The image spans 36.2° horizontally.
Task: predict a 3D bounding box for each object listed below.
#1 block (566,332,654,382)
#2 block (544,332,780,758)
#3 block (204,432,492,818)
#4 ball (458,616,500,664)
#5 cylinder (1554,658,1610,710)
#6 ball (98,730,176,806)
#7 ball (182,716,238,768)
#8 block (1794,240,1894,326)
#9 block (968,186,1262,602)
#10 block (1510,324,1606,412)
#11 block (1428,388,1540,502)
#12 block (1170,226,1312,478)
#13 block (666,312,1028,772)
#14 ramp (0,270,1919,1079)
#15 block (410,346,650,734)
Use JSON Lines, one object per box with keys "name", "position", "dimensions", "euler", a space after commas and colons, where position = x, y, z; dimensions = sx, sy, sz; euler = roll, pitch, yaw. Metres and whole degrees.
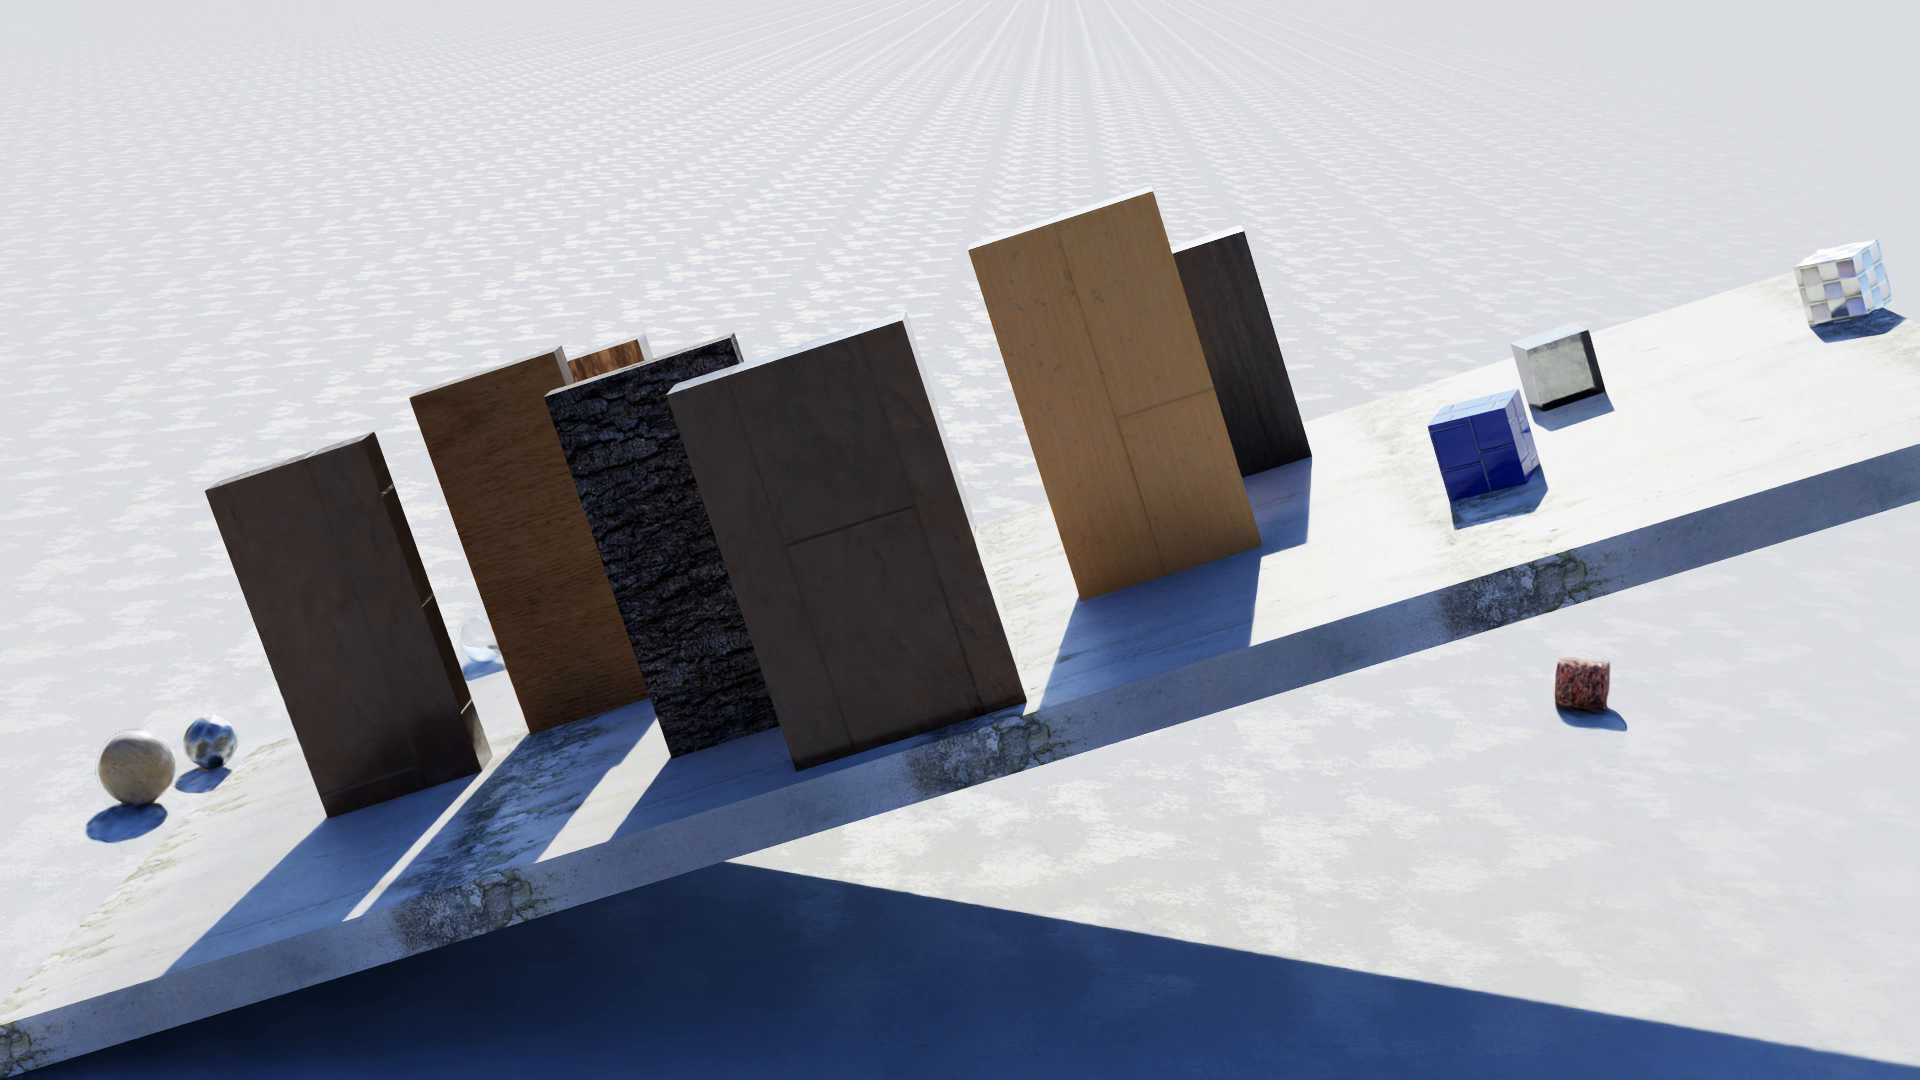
{"name": "block", "position": [-0.810, -0.103, 7.083], "dimensions": [0.337, 0.715, 0.126], "euler": [-17, 10, 5]}
{"name": "block", "position": [-0.509, 0.014, 5.819], "dimensions": [0.384, 0.766, 0.080], "euler": [-17, 10, 5]}
{"name": "block", "position": [-1.310, 0.185, 6.328], "dimensions": [0.357, 0.756, 0.120], "euler": [-17, 10, 5]}
{"name": "ball", "position": [-1.415, 0.295, 8.719], "dimensions": [0.142, 0.142, 0.142], "euler": [0, 12, 0]}
{"name": "cylinder", "position": [1.735, 0.404, 8.205], "dimensions": [0.134, 0.134, 0.134], "euler": [4, 12, 19]}
{"name": "ball", "position": [-2.040, 0.564, 7.288], "dimensions": [0.185, 0.185, 0.185], "euler": [0, 12, 0]}
{"name": "ball", "position": [-1.940, 0.523, 7.610], "dimensions": [0.137, 0.137, 0.137], "euler": [0, 12, 0]}
{"name": "block", "position": [1.920, -0.558, 6.393], "dimensions": [0.138, 0.138, 0.138], "euler": [-8, 14, 43]}
{"name": "block", "position": [0.320, -0.299, 6.041], "dimensions": [0.391, 0.762, 0.120], "euler": [-17, 10, 5]}
{"name": "block", "position": [1.318, -0.381, 6.486], "dimensions": [0.143, 0.143, 0.143], "euler": [-18, 10, 0]}
{"name": "block", "position": [1.053, -0.192, 5.906], "dimensions": [0.161, 0.161, 0.161], "euler": [-13, 11, 24]}
{"name": "block", "position": [0.603, -0.422, 6.801], "dimensions": [0.268, 0.545, 0.136], "euler": [-17, 10, 5]}
{"name": "block", "position": [-0.201, 0.004, 5.418], "dimensions": [0.449, 0.740, 0.132], "euler": [-17, 10, 5]}
{"name": "ramp", "position": [0.101, 0.183, 6.310], "dimensions": [4.000, 0.100, 2.000], "euler": [-17, 10, 5]}
{"name": "block", "position": [-0.915, 0.002, 6.499], "dimensions": [0.337, 0.793, 0.099], "euler": [-17, 10, 5]}
